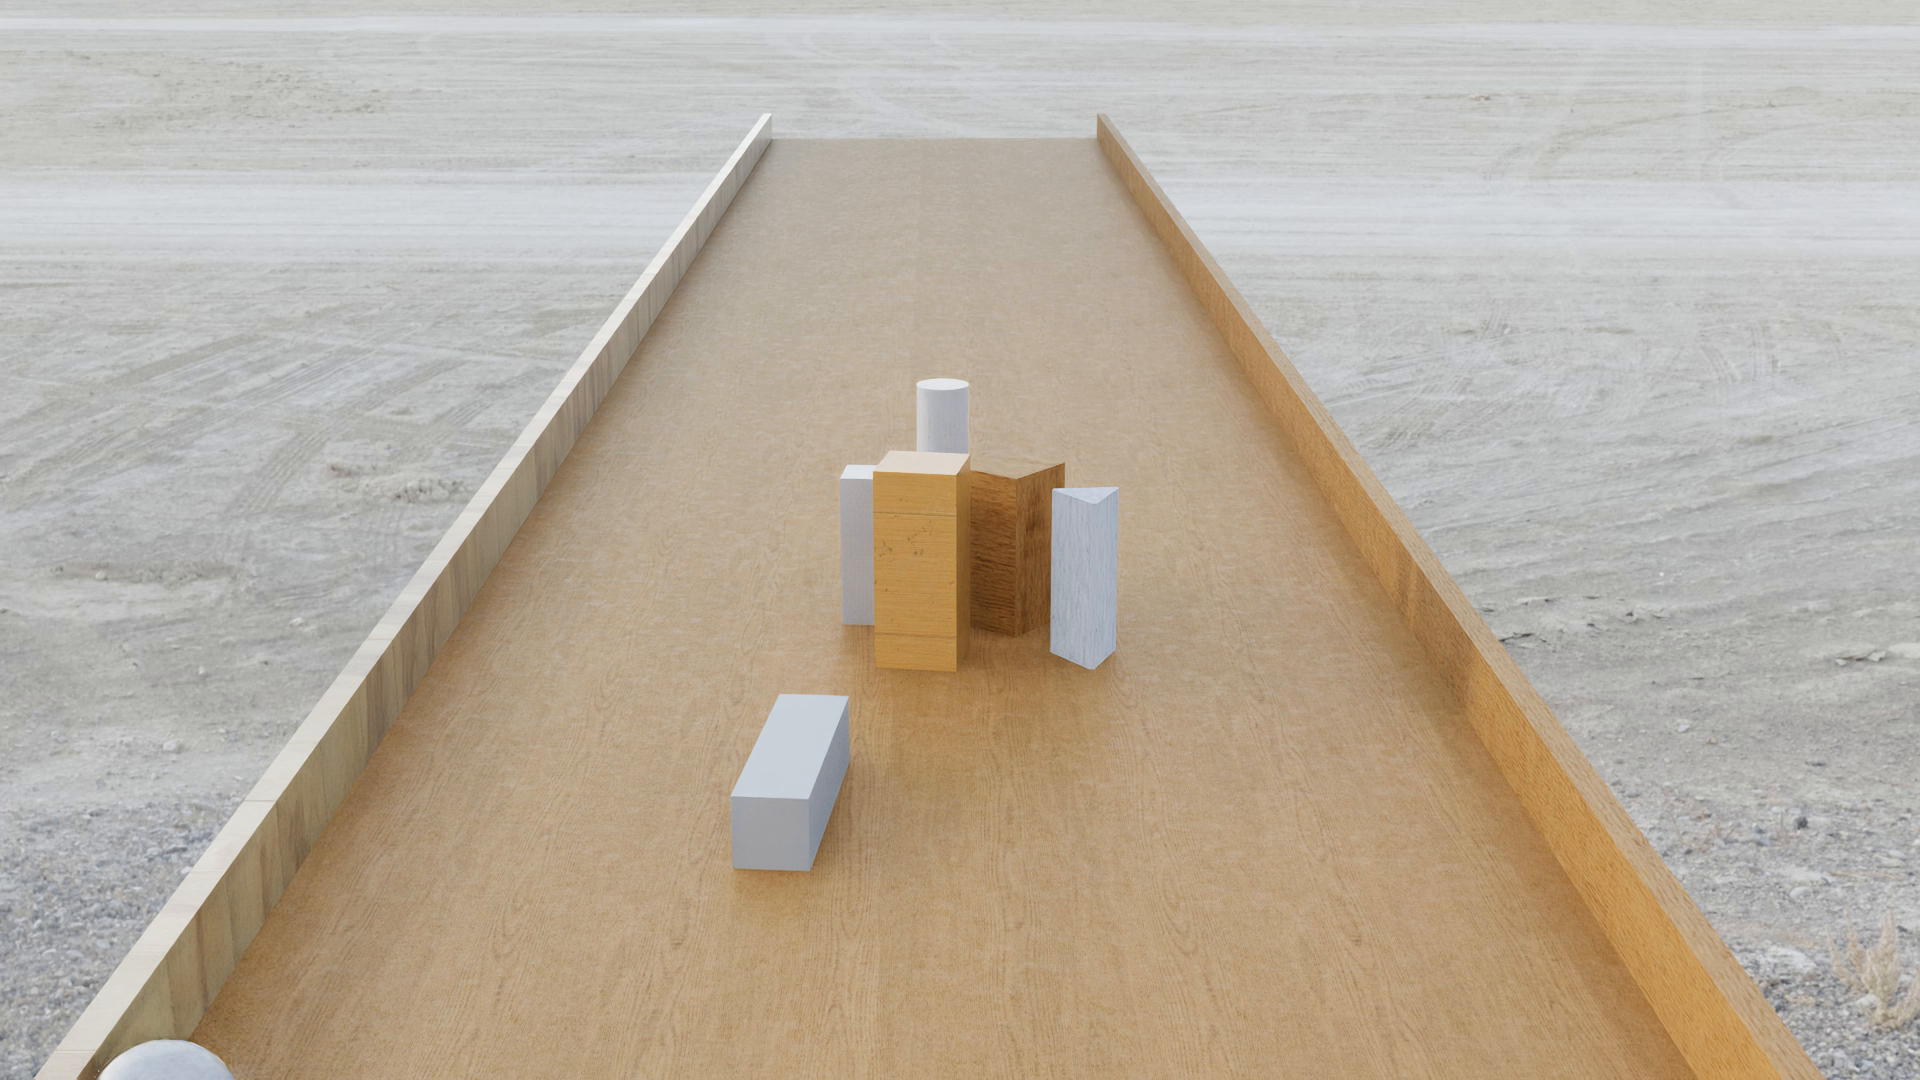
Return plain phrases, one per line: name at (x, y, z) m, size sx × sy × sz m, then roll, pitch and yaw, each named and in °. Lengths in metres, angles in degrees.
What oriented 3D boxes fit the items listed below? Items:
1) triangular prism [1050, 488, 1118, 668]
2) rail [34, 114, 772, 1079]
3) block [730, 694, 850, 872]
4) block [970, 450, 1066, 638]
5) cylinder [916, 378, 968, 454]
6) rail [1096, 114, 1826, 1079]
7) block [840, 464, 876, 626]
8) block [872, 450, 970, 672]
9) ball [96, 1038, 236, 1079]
triangular prism at (0.269, 0.068, 4.399) m, size 0.115 × 0.342 × 0.132 m, roll -12°, pitch 20°, yaw -34°
rail at (-1.118, -0.838, 7.780) m, size 0.050 × 0.150 × 12.000 m, roll 0°, pitch 17°, yaw -1°
block at (-0.277, 0.397, 3.675) m, size 0.123 × 0.123 × 0.457 m, roll 1°, pitch 17°, yaw 5°
block at (0.100, 0.005, 4.614) m, size 0.169 × 0.339 × 0.169 m, roll 13°, pitch 21°, yaw 36°
cylinder at (-0.038, -0.125, 4.858) m, size 0.115 × 0.449 × 0.115 m, roll 0°, pitch 17°, yaw 0°
rail at (0.932, -0.844, 7.801) m, size 0.050 × 0.150 × 12.000 m, roll 0°, pitch 17°, yaw -1°
block at (-0.188, 0.011, 4.633) m, size 0.111 × 0.318 × 0.111 m, roll 1°, pitch 17°, yaw 5°
block at (-0.074, 0.041, 4.383) m, size 0.164 × 0.403 × 0.164 m, roll 3°, pitch 17°, yaw 9°
ball at (-0.947, 0.684, 2.616) m, size 0.177 × 0.177 × 0.177 m, roll 0°, pitch 17°, yaw 0°
